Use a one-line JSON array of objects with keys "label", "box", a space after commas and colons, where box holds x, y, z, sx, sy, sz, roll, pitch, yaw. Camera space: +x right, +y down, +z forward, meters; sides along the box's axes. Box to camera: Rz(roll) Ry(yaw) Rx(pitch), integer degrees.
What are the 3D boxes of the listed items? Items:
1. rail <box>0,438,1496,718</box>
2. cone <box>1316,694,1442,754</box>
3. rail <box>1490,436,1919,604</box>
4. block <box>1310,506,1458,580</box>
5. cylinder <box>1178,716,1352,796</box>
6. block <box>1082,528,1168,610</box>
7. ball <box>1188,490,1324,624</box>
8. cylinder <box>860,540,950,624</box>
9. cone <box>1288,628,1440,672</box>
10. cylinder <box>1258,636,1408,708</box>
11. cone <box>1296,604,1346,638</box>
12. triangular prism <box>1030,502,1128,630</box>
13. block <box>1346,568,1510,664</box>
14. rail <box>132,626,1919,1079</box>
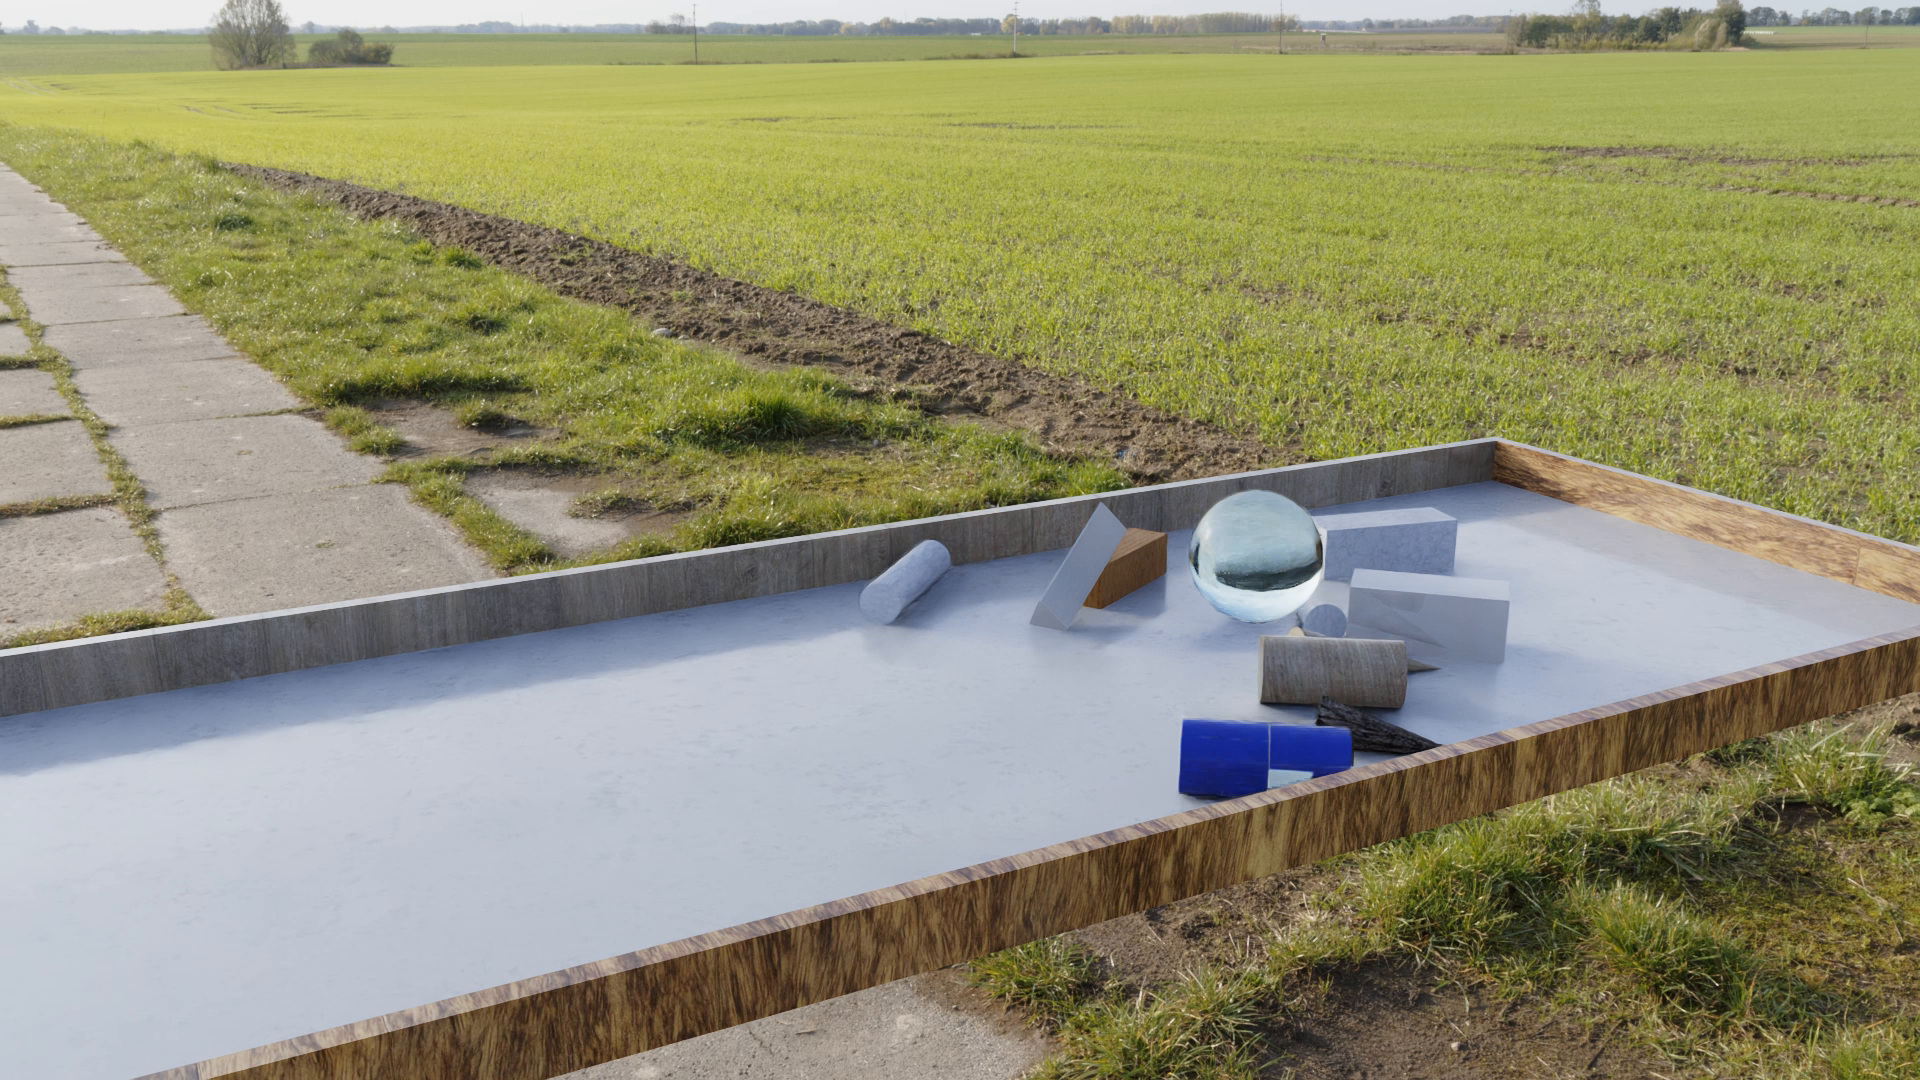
[{"label": "rail", "box": [-3.305, 0.497, 3.399, 12.000, 0.150, 0.050, -9, 18, -27]}, {"label": "cone", "box": [0.986, 0.451, 3.715, 0.367, 0.118, 0.118, 14, 19, 12]}, {"label": "rail", "box": [2.466, -0.048, 5.253, 0.050, 0.150, 2.100, -9, 18, -27]}, {"label": "block", "box": [1.283, 0.008, 5.057, 0.442, 0.153, 0.153, -5, 17, -15]}, {"label": "cylinder", "box": [0.643, 0.465, 3.489, 0.349, 0.160, 0.160, 3, 17, 9]}, {"label": "block", "box": [0.461, 0.079, 4.862, 0.126, 0.126, 0.409, 11, 19, 32]}, {"label": "ball", "box": [0.815, 0.047, 4.546, 0.367, 0.367, 0.367, 0, 16, 0]}, {"label": "cylinder", "box": [-0.152, 0.117, 4.746, 0.120, 0.120, 0.438, 5, 17, 17]}, {"label": "cone", "box": [1.039, 0.308, 4.185, 0.412, 0.137, 0.137, 6, 15, -13]}, {"label": "cylinder", "box": [0.896, 0.317, 3.986, 0.335, 0.163, 0.163, 2, 16, 6]}, {"label": "cone", "box": [0.961, 0.211, 4.538, 0.115, 0.115, 0.311, -1, 6, -4]}, {"label": "triangular prism", "box": [0.323, 0.065, 4.608, 0.117, 0.101, 0.409, 9, 47, 31]}, {"label": "block", "box": [1.239, 0.199, 4.372, 0.400, 0.172, 0.172, 5, 17, 16]}, {"label": "rail", "box": [-2.336, 1.006, 1.665, 12.000, 0.150, 0.050, -9, 18, -27]}]
